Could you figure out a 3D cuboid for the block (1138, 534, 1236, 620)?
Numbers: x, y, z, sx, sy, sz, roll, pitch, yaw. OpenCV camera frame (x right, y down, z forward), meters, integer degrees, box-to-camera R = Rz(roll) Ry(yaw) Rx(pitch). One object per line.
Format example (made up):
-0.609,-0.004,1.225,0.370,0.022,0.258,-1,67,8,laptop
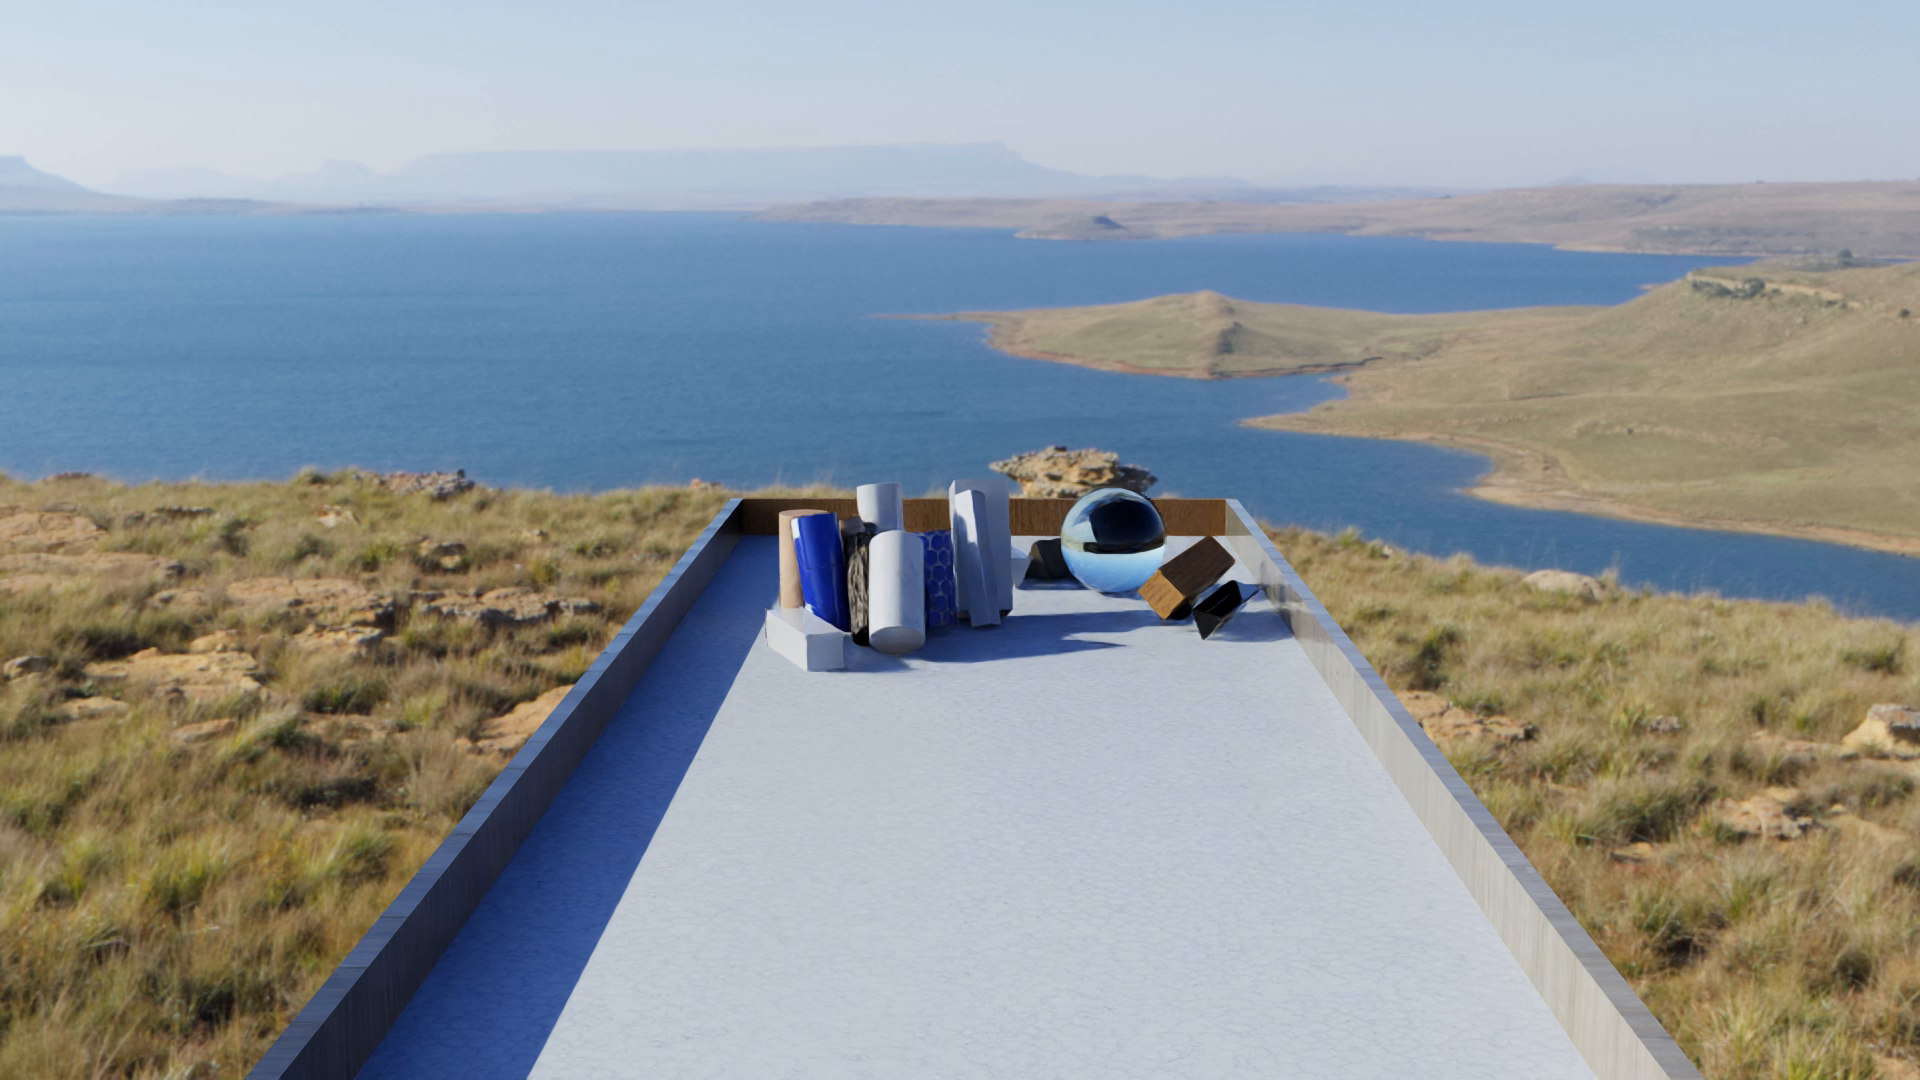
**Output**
0.747,0.119,7.223,0.336,0.126,0.126,-30,-16,-48,block

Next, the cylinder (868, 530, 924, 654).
-0.196,0.162,6.800,0.172,0.345,0.172,-1,-33,-1,cylinder

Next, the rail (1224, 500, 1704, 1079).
1.046,0.843,3.208,0.050,0.150,12.000,0,9,1,rail

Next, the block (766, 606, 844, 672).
-0.475,0.303,6.722,0.114,0.114,0.415,-6,10,-20,block

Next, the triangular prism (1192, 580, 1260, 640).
0.846,0.208,7.100,0.091,0.105,0.305,45,34,10,triangular prism

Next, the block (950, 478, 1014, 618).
0.069,0.029,7.321,0.178,0.437,0.178,-1,-9,-6,block

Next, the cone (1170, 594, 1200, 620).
0.814,0.124,7.431,0.121,0.121,0.376,6,32,35,cone

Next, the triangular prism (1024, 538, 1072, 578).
0.444,0.051,8.206,0.425,0.132,0.153,-7,6,-37,triangular prism

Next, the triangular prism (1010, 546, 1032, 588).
0.155,0.063,8.071,0.109,0.126,0.442,-37,16,-8,triangular prism

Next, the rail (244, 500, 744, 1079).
-1.004,0.839,3.234,0.050,0.150,12.000,0,9,1,rail

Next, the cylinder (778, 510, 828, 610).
-0.509,0.097,7.202,0.163,0.375,0.163,0,9,0,cylinder

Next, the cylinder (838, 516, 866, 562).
-0.321,0.111,7.114,0.114,0.360,0.114,-17,-9,-3,cylinder

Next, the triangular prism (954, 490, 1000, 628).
0.071,0.062,7.202,0.082,0.444,0.095,-1,-11,-36,triangular prism

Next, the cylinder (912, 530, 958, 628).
-0.101,0.128,7.134,0.165,0.308,0.165,-4,-1,0,cylinder

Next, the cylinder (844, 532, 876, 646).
-0.295,0.155,6.936,0.118,0.347,0.118,-5,-30,-3,cylinder

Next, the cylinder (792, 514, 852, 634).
-0.433,0.115,6.990,0.149,0.379,0.149,-10,-4,-1,cylinder

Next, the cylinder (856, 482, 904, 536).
-0.248,0.045,7.222,0.147,0.450,0.147,-5,-2,0,cylinder

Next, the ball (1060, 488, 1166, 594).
0.542,0.003,7.793,0.375,0.375,0.375,0,9,0,ball

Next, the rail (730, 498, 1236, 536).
0.099,-0.098,9.147,2.100,0.150,0.050,0,9,1,rail
